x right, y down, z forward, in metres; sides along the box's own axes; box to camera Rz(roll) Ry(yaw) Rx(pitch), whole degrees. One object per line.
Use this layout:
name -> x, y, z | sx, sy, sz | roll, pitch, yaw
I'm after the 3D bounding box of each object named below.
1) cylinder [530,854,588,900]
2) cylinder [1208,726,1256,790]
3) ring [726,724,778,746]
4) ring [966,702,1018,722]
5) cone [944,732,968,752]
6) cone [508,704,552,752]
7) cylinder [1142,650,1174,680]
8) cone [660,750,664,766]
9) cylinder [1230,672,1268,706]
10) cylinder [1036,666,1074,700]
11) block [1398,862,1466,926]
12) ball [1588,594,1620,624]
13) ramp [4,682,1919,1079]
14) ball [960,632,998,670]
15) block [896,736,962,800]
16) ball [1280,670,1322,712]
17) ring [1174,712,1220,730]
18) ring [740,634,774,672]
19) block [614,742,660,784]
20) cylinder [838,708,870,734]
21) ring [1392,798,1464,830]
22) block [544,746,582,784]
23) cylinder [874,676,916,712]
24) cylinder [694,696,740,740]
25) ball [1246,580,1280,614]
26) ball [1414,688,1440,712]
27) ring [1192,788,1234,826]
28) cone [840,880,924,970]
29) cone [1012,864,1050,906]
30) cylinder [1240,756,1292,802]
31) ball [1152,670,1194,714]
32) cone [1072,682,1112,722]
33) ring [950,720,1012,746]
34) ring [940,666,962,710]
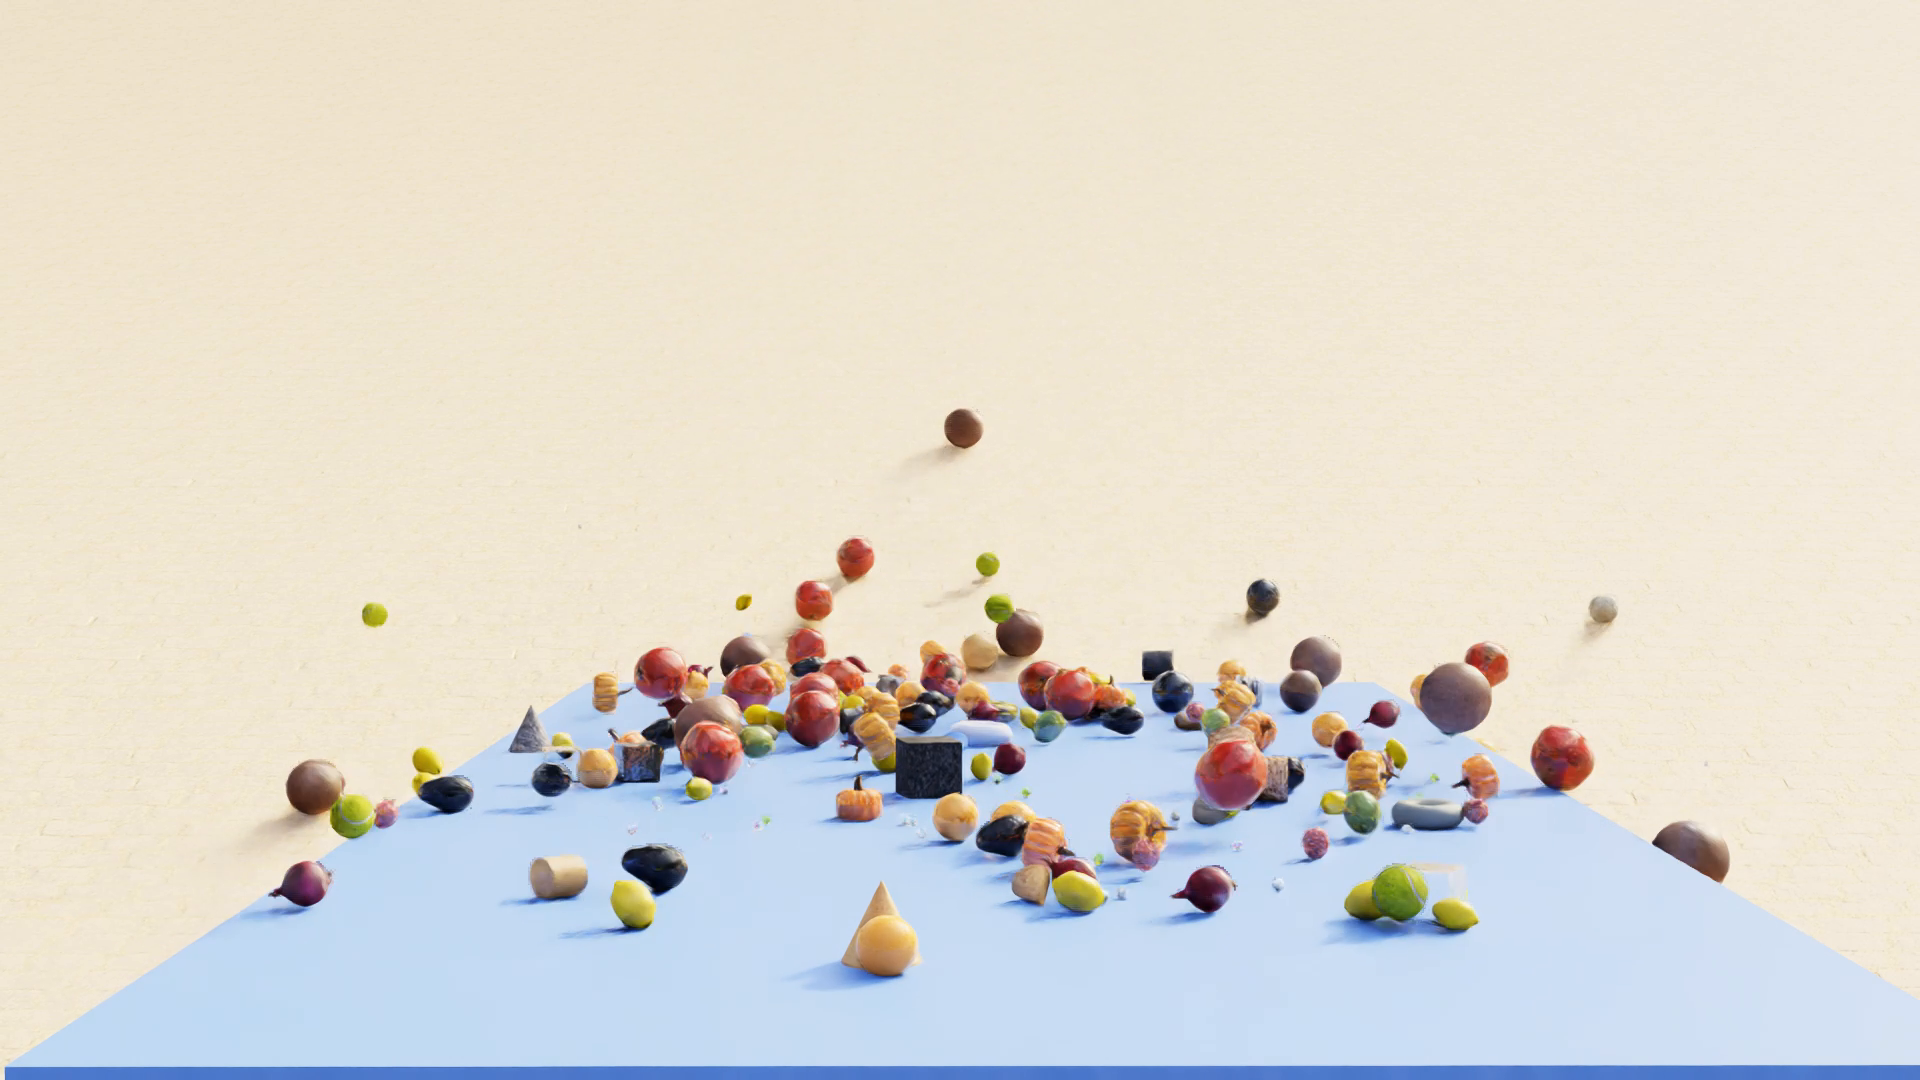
cylinder -> -0.542, 0.455, 3.479 | 0.055, 0.055, 0.055 | -2, 19, -44
cylinder -> 0.479, 0.383, 4.522 | 0.082, 0.082, 0.082 | 0, 51, 1
ring -> -0.424, 0.396, 5.233 | 0.108, 0.036, 0.108 | 1, 1, 0
ring -> 0.071, 0.378, 5.641 | 0.117, 0.039, 0.117 | -2, 4, 0
cone -> -0.010, 0.410, 5.010 | 0.054, 0.054, 0.054 | -1, 29, -2
cone -> -0.854, 0.372, 5.126 | 0.092, 0.092, 0.092 | 0, 2, 0
cylinder -> 0.503, 0.318, 6.535 | 0.077, 0.077, 0.077 | -2, 23, 7
cone -> -0.571, 0.419, 4.802 | 0.052, 0.052, 0.052 | -9, 23, -19
cylinder -> 0.669, 0.348, 5.967 | 0.065, 0.065, 0.065 | 33, 31, 7
cylinder -> 0.226, 0.340, 6.086 | 0.068, 0.068, 0.068 | -17, 16, 24
block -> 0.607, 0.455, 3.309 | 0.068, 0.068, 0.068 | 1, 3, 31
ball -> 1.767, 0.189, 7.066 | 0.081, 0.081, 0.081 | 0, 24, 0
ramp -> 0.054, 0.490, 4.542 | 2.000, 0.100, 4.000 | 0, 2, 0
ball -> 0.050, 0.294, 6.805 | 0.098, 0.098, 0.098 | 0, 24, 0
block -> -0.054, 0.395, 4.475 | 0.097, 0.097, 0.097 | -1, 2, -14
ball -> 0.771, 0.342, 5.830 | 0.096, 0.096, 0.096 | 0, 24, 0
ring -> 0.506, 0.386, 5.496 | 0.098, 0.033, 0.098 | 1, 4, 0
ring -> -0.518, 0.287, 6.571 | 0.039, 0.116, 0.116 | -41, 32, -2
block -> -0.585, 0.403, 4.665 | 0.066, 0.066, 0.066 | -1, 2, -21
cylinder -> -0.223, 0.379, 5.414 | 0.053, 0.053, 0.053 | 0, 22, -23
ring -> 0.748, 0.438, 4.118 | 0.115, 0.038, 0.115 | 0, 3, 0
block -> -0.717, 0.406, 4.649 | 0.060, 0.060, 0.060 | -1, 2, -18
cylinder -> -0.149, 0.350, 5.867 | 0.077, 0.077, 0.077 | -9, 5, -19
cylinder -> -0.502, 0.367, 5.326 | 0.085, 0.085, 0.085 | 2, 2, 5
ball -> 0.837, 0.156, 7.123 | 0.096, 0.096, 0.096 | 0, 24, 0
ball -> 1.055, 0.362, 5.820 | 0.056, 0.056, 0.056 | 0, 24, 0
ring -> 0.407, 0.428, 4.139 | 0.075, 0.025, 0.075 | -24, 28, 14
cone -> -0.093, 0.450, 3.050 | 0.098, 0.098, 0.098 | 0, 2, 0
cone -> 0.103, 0.471, 3.427 | 0.056, 0.056, 0.056 | -7, 30, -15
cylinder -> 0.522, 0.408, 4.387 | 0.075, 0.075, 0.075 | -6, 22, 13
ball -> 0.479, 0.342, 5.802 | 0.096, 0.096, 0.096 | 0, 24, 0
cone -> 0.287, 0.376, 5.675 | 0.090, 0.090, 0.090 | 4, 29, 8
ring -> 0.041, 0.393, 5.221 | 0.128, 0.043, 0.128 | 1, 2, 0
ring -> -0.019, 0.334, 5.780 | 0.034, 0.103, 0.103 | 13, 25, 8
